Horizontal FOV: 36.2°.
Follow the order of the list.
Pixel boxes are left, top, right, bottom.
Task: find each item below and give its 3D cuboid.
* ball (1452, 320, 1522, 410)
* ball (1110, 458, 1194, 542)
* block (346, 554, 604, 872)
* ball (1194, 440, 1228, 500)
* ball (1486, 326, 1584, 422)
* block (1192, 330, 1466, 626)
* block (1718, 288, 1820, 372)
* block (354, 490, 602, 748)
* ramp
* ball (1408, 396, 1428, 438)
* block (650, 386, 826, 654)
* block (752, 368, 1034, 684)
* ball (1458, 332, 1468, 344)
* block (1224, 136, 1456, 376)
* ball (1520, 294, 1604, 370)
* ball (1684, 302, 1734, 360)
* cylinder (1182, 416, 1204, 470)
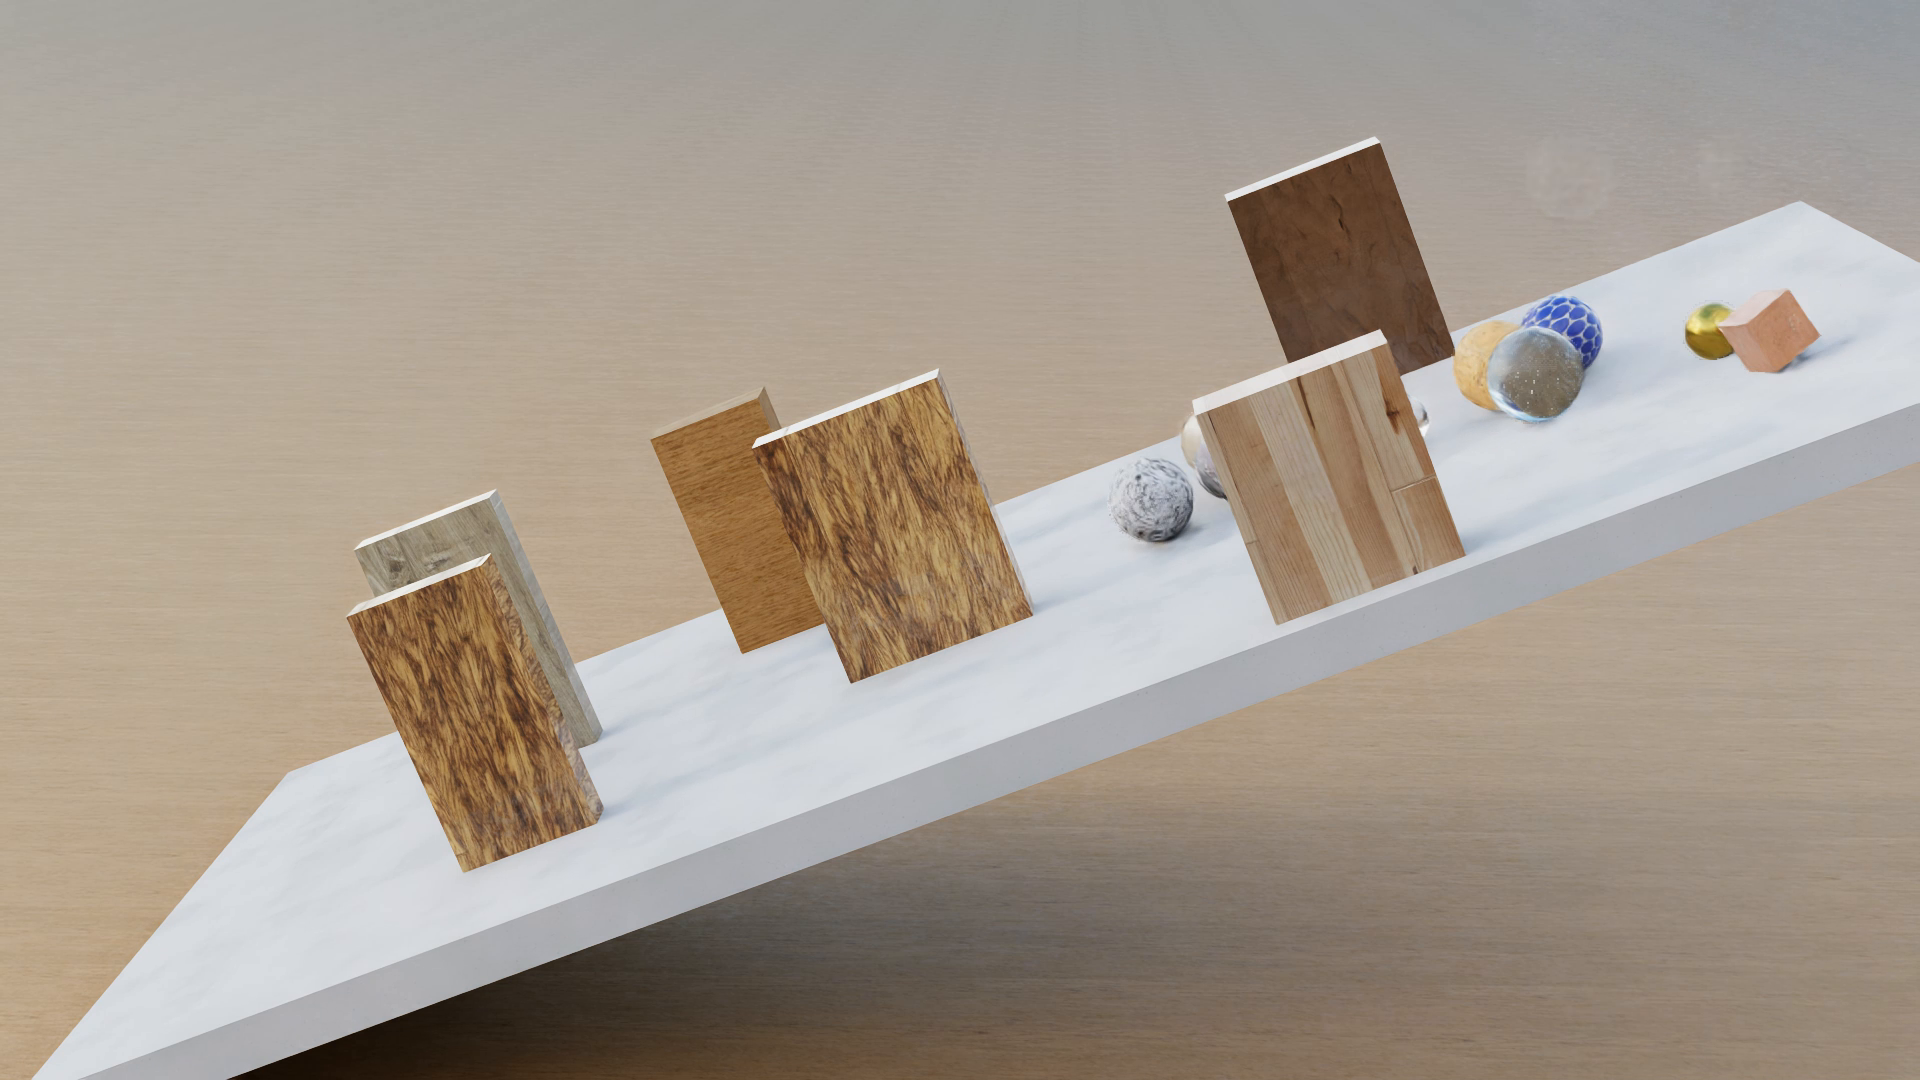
[{"bbox_3d":[1.127,-0.365,6.160,0.189,0.189,0.189,0,14,0],"label":"ball"},{"bbox_3d":[0.407,-0.086,6.243,0.180,0.180,0.180,0,14,0],"label":"ball"},{"bbox_3d":[-0.961,0.346,5.851,0.292,0.569,0.096,-21,12,7],"label":"block"},{"bbox_3d":[0.581,-0.164,6.343,0.154,0.154,0.154,0,14,0],"label":"ball"},{"bbox_3d":[1.163,-0.335,5.954,0.193,0.193,0.193,0,14,0],"label":"ball"},{"bbox_3d":[0.666,-0.113,5.325,0.363,0.416,0.141,-21,12,7],"label":"block"},{"bbox_3d":[1.556,-0.403,5.661,0.113,0.113,0.113,-39,11,-7],"label":"block"},{"bbox_3d":[-1.062,0.224,6.507,0.325,0.595,0.086,-21,12,7],"label":"block"},{"bbox_3d":[0.122,0.174,6.291,4.000,0.100,2.000,-21,12,7],"label":"ramp"},{"bbox_3d":[0.923,-0.247,6.173,0.120,0.120,0.120,0,14,0],"label":"ball"},{"bbox_3d":[-0.477,-0.045,6.774,0.264,0.541,0.144,-21,12,7],"label":"block"},{"bbox_3d":[-0.135,-0.027,6.091,0.408,0.537,0.101,-21,12,7],"label":"block"},{"bbox_3d":[1.147,-0.398,6.392,0.138,0.138,0.138,0,14,0],"label":"ball"},{"bbox_3d":[0.891,-0.622,6.889,0.373,0.530,0.127,-21,12,7],"label":"block"},{"bbox_3d":[1.281,-0.435,6.267,0.175,0.175,0.175,0,14,0],"label":"ball"},{"bbox_3d":[1.514,-0.419,5.906,0.116,0.116,0.116,0,14,0],"label":"ball"},{"bbox_3d":[0.590,-0.209,6.501,0.162,0.162,0.162,-3,8,-12],"label":"cylinder"}]
